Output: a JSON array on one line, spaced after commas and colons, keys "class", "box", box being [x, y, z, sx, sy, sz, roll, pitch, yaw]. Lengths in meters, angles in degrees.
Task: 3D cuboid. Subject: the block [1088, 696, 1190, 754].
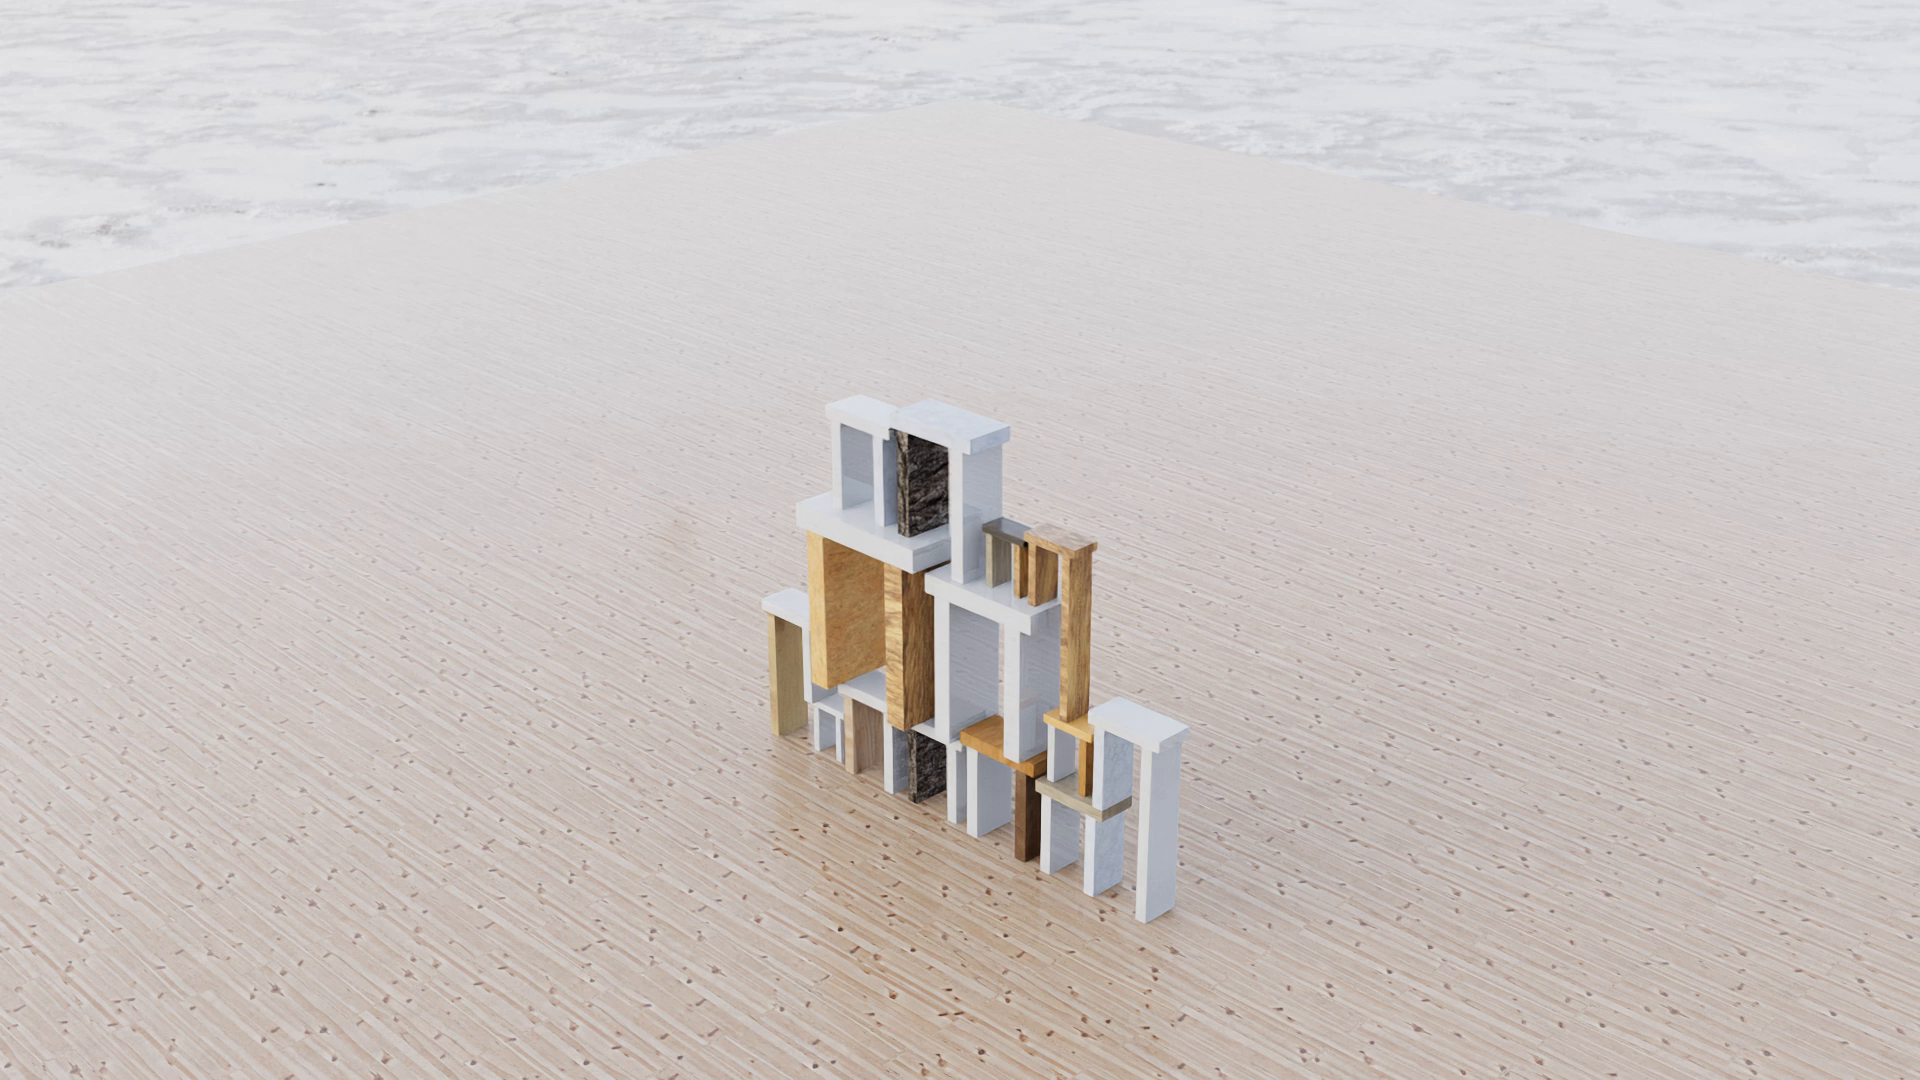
[{"class": "block", "box": [0.325, 0.336, 4.007, 0.170, 0.024, 0.085, 21, 31, 41]}]

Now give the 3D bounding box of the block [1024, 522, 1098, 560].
[{"class": "block", "box": [0.184, 0.002, 4.027, 0.125, 0.018, 0.063, 21, 31, 40]}]

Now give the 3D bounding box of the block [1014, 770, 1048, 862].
[{"class": "block", "box": [0.151, 0.521, 4.282, 0.028, 0.196, 0.098, 21, 31, 41]}]

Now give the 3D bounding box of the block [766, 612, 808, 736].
[{"class": "block", "box": [-0.371, 0.276, 4.740, 0.024, 0.289, 0.085, 21, 31, 41]}]

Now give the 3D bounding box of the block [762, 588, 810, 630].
[{"class": "block", "box": [-0.331, 0.148, 4.641, 0.170, 0.024, 0.085, 21, 31, 41]}]

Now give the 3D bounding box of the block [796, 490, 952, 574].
[{"class": "block", "box": [-0.149, -0.028, 4.368, 0.171, 0.048, 0.341, -21, 31, -40]}]

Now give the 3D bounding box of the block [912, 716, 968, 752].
[{"class": "block", "box": [-0.028, 0.372, 4.415, 0.171, 0.024, 0.085, 21, 31, 40]}]

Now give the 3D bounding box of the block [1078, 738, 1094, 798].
[{"class": "block", "box": [0.250, 0.418, 4.128, 0.017, 0.120, 0.060, 21, 31, 41]}]

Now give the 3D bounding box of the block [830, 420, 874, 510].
[{"class": "block", "box": [-0.212, -0.161, 4.382, 0.092, 0.184, 0.026, -21, 30, -40]}]

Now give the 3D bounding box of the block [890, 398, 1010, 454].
[{"class": "block", "box": [-0.020, -0.215, 4.157, 0.215, 0.030, 0.108, 21, 31, 40]}]

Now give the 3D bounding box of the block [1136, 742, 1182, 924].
[{"class": "block", "box": [0.365, 0.530, 4.046, 0.024, 0.363, 0.085, 21, 31, 41]}]

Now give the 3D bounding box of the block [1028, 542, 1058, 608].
[{"class": "block", "box": [0.155, 0.056, 4.082, 0.018, 0.125, 0.063, 21, 31, 40]}]

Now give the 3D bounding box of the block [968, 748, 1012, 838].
[{"class": "block", "box": [0.059, 0.485, 4.368, 0.028, 0.196, 0.098, 21, 31, 41]}]

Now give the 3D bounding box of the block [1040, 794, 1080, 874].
[{"class": "block", "box": [0.194, 0.553, 4.241, 0.024, 0.169, 0.085, 21, 31, 41]}]

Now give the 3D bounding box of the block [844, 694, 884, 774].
[{"class": "block", "box": [-0.200, 0.393, 4.605, 0.090, 0.179, 0.025, -21, 31, -41]}]

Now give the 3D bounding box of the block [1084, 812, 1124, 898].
[{"class": "block", "box": [0.274, 0.584, 4.168, 0.024, 0.169, 0.085, 21, 31, 41]}]

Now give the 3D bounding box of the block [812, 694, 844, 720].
[{"class": "block", "box": [-0.262, 0.349, 4.653, 0.052, 0.015, 0.104, -21, 31, -41]}]

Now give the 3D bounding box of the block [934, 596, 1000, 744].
[{"class": "block", "box": [0.014, 0.235, 4.314, 0.039, 0.307, 0.139, 21, 31, 40]}]

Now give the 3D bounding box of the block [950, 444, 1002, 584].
[{"class": "block", "box": [0.032, -0.058, 4.168, 0.030, 0.268, 0.108, 21, 31, 41]}]

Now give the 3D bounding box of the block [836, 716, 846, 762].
[{"class": "block", "box": [-0.238, 0.413, 4.653, 0.015, 0.104, 0.052, 21, 31, 41]}]

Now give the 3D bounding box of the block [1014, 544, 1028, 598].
[{"class": "block", "box": [0.124, 0.051, 4.116, 0.015, 0.107, 0.054, 20, 30, 41]}]

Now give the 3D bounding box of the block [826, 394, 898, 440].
[{"class": "block", "box": [-0.168, -0.241, 4.302, 0.092, 0.026, 0.184, -21, 31, -40]}]

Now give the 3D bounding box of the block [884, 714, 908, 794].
[{"class": "block", "box": [-0.115, 0.426, 4.528, 0.090, 0.179, 0.025, -21, 31, -41]}]

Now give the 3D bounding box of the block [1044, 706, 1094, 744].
[{"class": "block", "box": [0.221, 0.344, 4.128, 0.060, 0.017, 0.120, -21, 31, -41]}]

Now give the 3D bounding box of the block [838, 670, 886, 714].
[{"class": "block", "box": [-0.159, 0.314, 4.526, 0.090, 0.025, 0.179, -21, 30, -40]}]

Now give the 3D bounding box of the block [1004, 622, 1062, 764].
[{"class": "block", "box": [0.146, 0.273, 4.188, 0.039, 0.278, 0.139, 21, 31, 41]}]

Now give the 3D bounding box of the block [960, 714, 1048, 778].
[{"class": "block", "box": [0.105, 0.400, 4.281, 0.196, 0.028, 0.098, 21, 31, 41]}]

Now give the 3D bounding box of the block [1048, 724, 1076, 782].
[{"class": "block", "box": [0.193, 0.396, 4.180, 0.017, 0.120, 0.060, 21, 31, 41]}]

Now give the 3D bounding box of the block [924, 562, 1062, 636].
[{"class": "block", "box": [0.080, 0.101, 4.187, 0.278, 0.039, 0.139, 21, 31, 40]}]

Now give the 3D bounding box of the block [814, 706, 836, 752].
[{"class": "block", "box": [-0.287, 0.394, 4.698, 0.015, 0.104, 0.052, 21, 31, 41]}]

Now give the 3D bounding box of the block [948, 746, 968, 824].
[{"class": "block", "box": [0.014, 0.477, 4.418, 0.024, 0.171, 0.085, 21, 31, 41]}]

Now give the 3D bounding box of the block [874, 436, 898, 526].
[{"class": "block", "box": [-0.125, -0.126, 4.301, 0.092, 0.184, 0.026, -21, 30, -40]}]

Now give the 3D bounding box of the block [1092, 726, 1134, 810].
[{"class": "block", "box": [0.285, 0.410, 4.082, 0.024, 0.170, 0.085, 21, 31, 41]}]

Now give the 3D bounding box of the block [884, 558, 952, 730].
[{"class": "block", "box": [-0.069, 0.188, 4.369, 0.171, 0.350, 0.048, -21, 31, -41]}]

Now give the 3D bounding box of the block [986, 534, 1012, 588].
[{"class": "block", "box": [0.074, 0.032, 4.162, 0.015, 0.107, 0.054, 20, 30, 41]}]

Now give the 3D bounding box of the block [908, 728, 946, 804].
[{"class": "block", "box": [-0.067, 0.446, 4.492, 0.024, 0.171, 0.085, 21, 31, 41]}]

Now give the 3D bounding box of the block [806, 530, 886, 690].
[{"class": "block", "box": [-0.229, 0.120, 4.519, 0.171, 0.341, 0.048, -21, 30, -40]}]

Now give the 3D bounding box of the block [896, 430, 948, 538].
[{"class": "block", "box": [-0.071, -0.122, 4.251, 0.108, 0.215, 0.030, -21, 31, -40]}]

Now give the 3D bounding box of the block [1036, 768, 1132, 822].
[{"class": "block", "box": [0.234, 0.480, 4.167, 0.169, 0.024, 0.085, 21, 31, 41]}]

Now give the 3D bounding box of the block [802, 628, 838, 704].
[{"class": "block", "box": [-0.291, 0.253, 4.643, 0.085, 0.170, 0.024, -21, 31, -41]}]

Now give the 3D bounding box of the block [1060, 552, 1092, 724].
[{"class": "block", "box": [0.214, 0.177, 4.069, 0.063, 0.337, 0.018, -21, 31, -41]}]

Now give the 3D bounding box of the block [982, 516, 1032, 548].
[{"class": "block", "box": [0.098, -0.015, 4.116, 0.054, 0.015, 0.107, -21, 31, -40]}]
